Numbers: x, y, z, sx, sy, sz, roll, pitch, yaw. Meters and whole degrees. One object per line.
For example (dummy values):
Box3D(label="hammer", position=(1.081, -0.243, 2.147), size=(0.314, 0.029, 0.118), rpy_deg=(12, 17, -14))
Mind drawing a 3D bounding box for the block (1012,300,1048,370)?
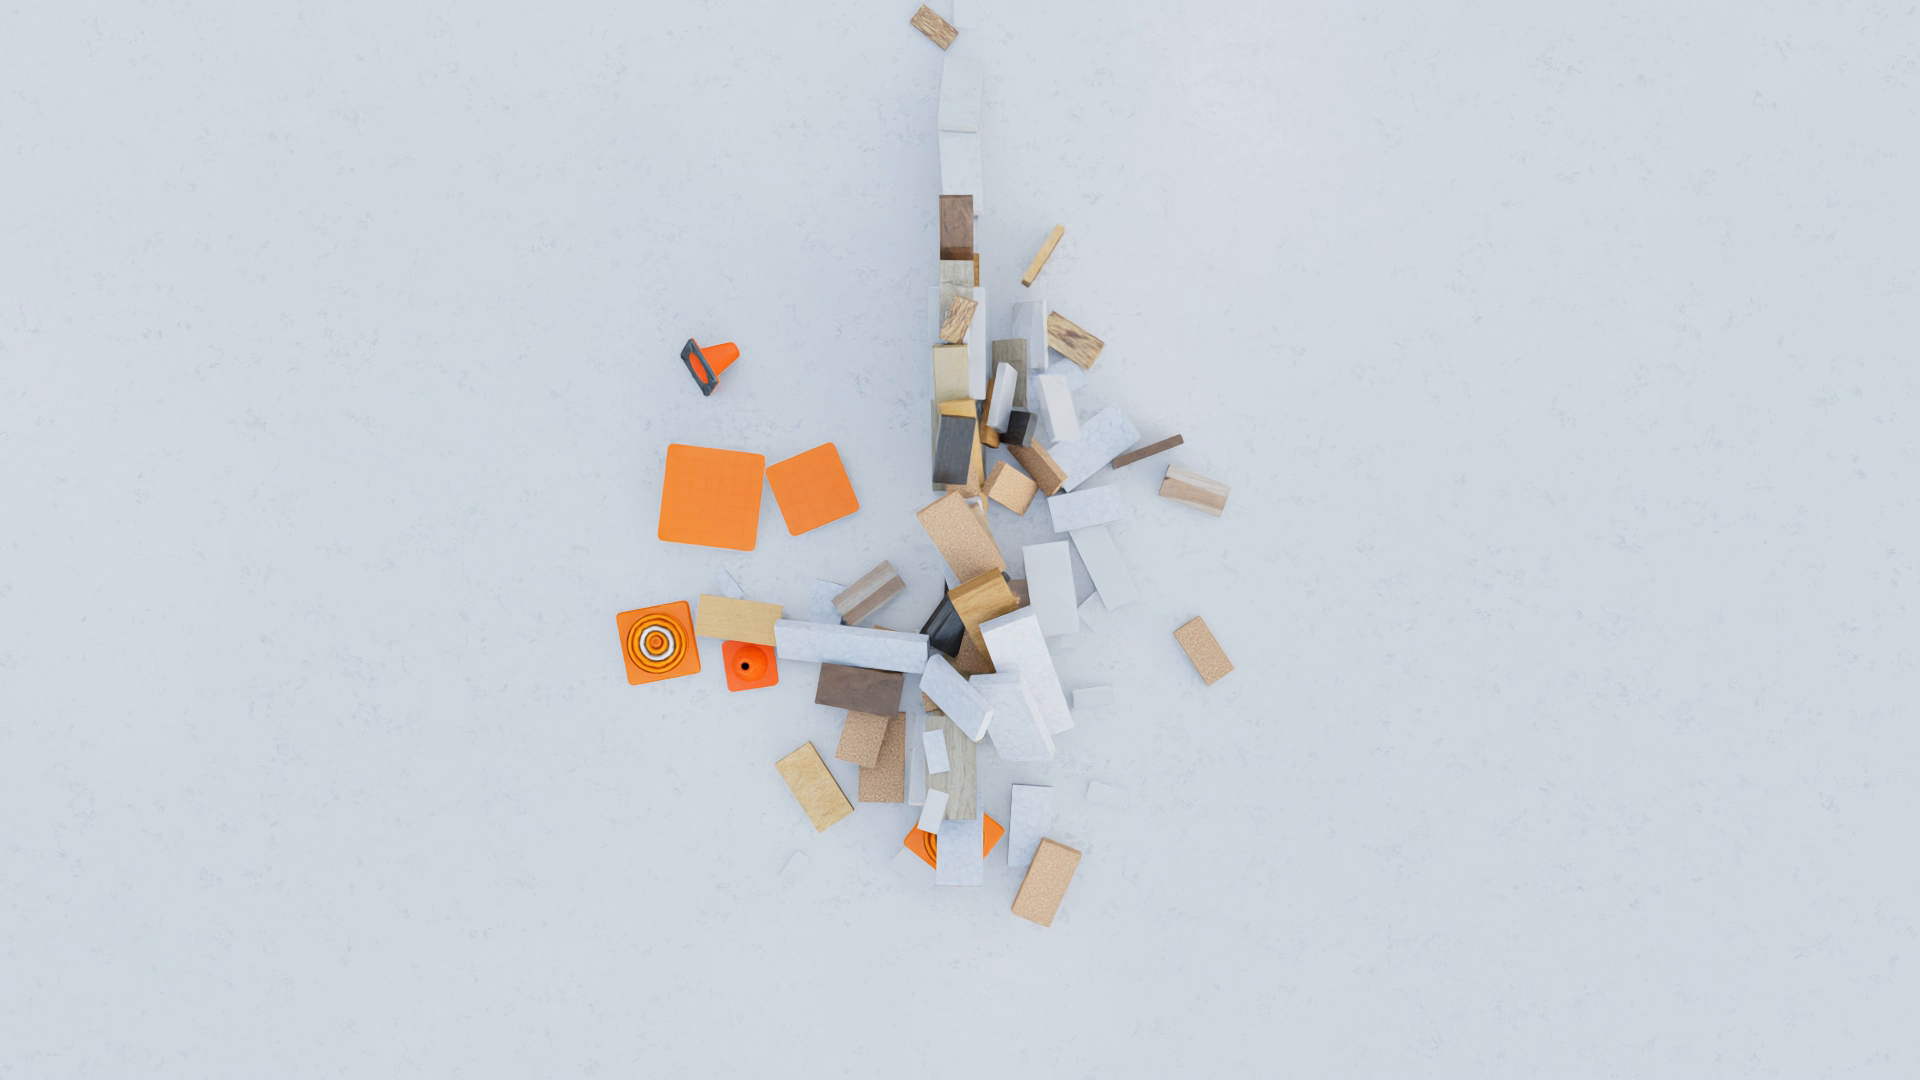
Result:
Box3D(label="block", position=(0.232, -0.677, 5.462), size=(0.111, 0.031, 0.222), rpy_deg=(-2, 90, 26))

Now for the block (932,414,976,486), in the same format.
Box3D(label="block", position=(-0.021, -0.285, 5.211), size=(0.110, 0.031, 0.221), rpy_deg=(4, 112, -11))

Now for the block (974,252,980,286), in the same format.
Box3D(label="block", position=(0.005, -0.828, 5.457), size=(0.119, 0.034, 0.239), rpy_deg=(0, 103, 0))

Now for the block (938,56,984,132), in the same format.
Box3D(label="block", position=(0.003, -1.470, 5.437), size=(0.130, 0.037, 0.259), rpy_deg=(4, 70, 2))

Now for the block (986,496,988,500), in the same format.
Box3D(label="block", position=(0.024, -0.056, 5.397), size=(0.113, 0.032, 0.225), rpy_deg=(5, 90, -5))

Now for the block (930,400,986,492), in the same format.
Box3D(label="block", position=(-0.004, -0.340, 5.424), size=(0.179, 0.051, 0.357), rpy_deg=(-1, 107, 0))

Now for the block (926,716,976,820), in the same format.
Box3D(label="block", position=(-0.029, 0.736, 5.322), size=(0.164, 0.047, 0.328), rpy_deg=(0, 79, 0))

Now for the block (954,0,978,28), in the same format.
Box3D(label="block", position=(0.020, -1.781, 5.489), size=(0.075, 0.021, 0.150), rpy_deg=(2, 90, 0))

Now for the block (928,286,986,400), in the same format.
Box3D(label="block", position=(-0.009, -0.632, 5.300), size=(0.179, 0.051, 0.357), rpy_deg=(0, 100, 0))

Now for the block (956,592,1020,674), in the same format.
Box3D(label="block", position=(0.090, 0.296, 5.362), size=(0.139, 0.039, 0.278), rpy_deg=(9, 108, -17))

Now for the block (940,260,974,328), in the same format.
Box3D(label="block", position=(-0.011, -0.779, 5.232), size=(0.107, 0.030, 0.214), rpy_deg=(1, 100, 0))

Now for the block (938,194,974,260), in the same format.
Box3D(label="block", position=(-0.011, -0.908, 5.264), size=(0.107, 0.030, 0.396), rpy_deg=(-1, 123, 0))

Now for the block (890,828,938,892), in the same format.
Box3D(label="block", position=(-0.078, 1.008, 5.479), size=(0.149, 0.042, 0.298), rpy_deg=(42, 90, 0))

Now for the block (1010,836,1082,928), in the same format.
Box3D(label="block", position=(0.284, 1.131, 5.450), size=(0.138, 0.039, 0.275), rpy_deg=(22, 101, -4))

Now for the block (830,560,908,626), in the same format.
Box3D(label="block", position=(-0.301, 0.178, 5.463), size=(0.229, 0.033, 0.115), rpy_deg=(-37, 98, -6))

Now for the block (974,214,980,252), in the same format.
Box3D(label="block", position=(0.005, -0.986, 5.483), size=(0.119, 0.034, 0.238), rpy_deg=(0, 90, 0))

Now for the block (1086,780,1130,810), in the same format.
Box3D(label="block", position=(0.491, 0.849, 5.491), size=(0.134, 0.019, 0.067), rpy_deg=(16, 90, 0))

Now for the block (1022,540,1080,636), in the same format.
Box3D(label="block", position=(0.299, 0.161, 5.413), size=(0.149, 0.042, 0.299), rpy_deg=(-8, 87, 0))

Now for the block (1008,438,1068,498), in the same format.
Box3D(label="block", position=(0.254, -0.255, 5.429), size=(0.031, 0.109, 0.218), rpy_deg=(-33, 78, -35))

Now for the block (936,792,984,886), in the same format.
Box3D(label="block", position=(0.000, 0.974, 5.370), size=(0.149, 0.042, 0.298), rpy_deg=(1, 75, -1))

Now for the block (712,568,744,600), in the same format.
Box3D(label="block", position=(-0.770, 0.155, 5.492), size=(0.054, 0.015, 0.108), rpy_deg=(-39, 90, 0))

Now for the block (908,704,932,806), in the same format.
Box3D(label="block", position=(-0.072, 0.709, 5.412), size=(0.164, 0.047, 0.329), rpy_deg=(4, 66, 1))

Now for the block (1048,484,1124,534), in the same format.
Box3D(label="block", position=(0.416, -0.104, 5.447), size=(0.237, 0.034, 0.118), rpy_deg=(-12, 83, 2))

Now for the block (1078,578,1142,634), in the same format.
Box3D(label="block", position=(0.492, 0.202, 5.485), size=(0.211, 0.030, 0.105), rpy_deg=(-43, 90, 0))

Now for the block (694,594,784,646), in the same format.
Box3D(label="block", position=(-0.731, 0.265, 5.462), size=(0.274, 0.039, 0.137), rpy_deg=(8, 88, 1))

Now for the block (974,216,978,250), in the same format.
Box3D(label="block", position=(0.002, -1.065, 5.430), size=(0.119, 0.034, 0.238), rpy_deg=(2, 66, 1))

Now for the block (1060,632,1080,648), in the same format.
Box3D(label="block", position=(0.298, 0.320, 5.473), size=(0.185, 0.026, 0.093), rpy_deg=(-8, 89, -7))

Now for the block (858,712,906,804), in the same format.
Box3D(label="block", position=(-0.259, 0.720, 5.479), size=(0.149, 0.042, 0.298), rpy_deg=(1, 90, 0))

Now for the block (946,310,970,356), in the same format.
Box3D(label="block", position=(-0.007, -0.659, 5.231), size=(0.076, 0.021, 0.151), rpy_deg=(-1, 121, 1))

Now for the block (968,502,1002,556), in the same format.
Box3D(label="block", position=(0.050, -0.013, 5.304), size=(0.103, 0.029, 0.207), rpy_deg=(-23, 119, 2))

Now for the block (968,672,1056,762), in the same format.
Box3D(label="block", position=(0.169, 0.576, 5.346), size=(0.177, 0.050, 0.355), rpy_deg=(-6, 128, 24))

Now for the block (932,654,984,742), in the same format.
Box3D(label="block", position=(-0.007, 0.500, 5.431), size=(0.164, 0.047, 0.329), rpy_deg=(1, 73, 0))

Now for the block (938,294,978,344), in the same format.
Box3D(label="block", position=(-0.006, -0.693, 5.186), size=(0.076, 0.021, 0.151), rpy_deg=(18, 119, -11))

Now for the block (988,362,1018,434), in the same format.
Box3D(label="block", position=(0.139, -0.462, 5.372), size=(0.030, 0.105, 0.211), rpy_deg=(7, 82, 24))

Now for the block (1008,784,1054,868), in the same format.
Box3D(label="block", position=(0.233, 0.950, 5.481), size=(0.135, 0.038, 0.270), rpy_deg=(4, 90, 0))

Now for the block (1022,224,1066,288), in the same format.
Box3D(label="block", position=(0.274, -0.938, 5.446), size=(0.030, 0.107, 0.214), rpy_deg=(33, 90, 0))

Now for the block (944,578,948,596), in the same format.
Box3D(label="block", position=(0.006, 0.127, 5.454), size=(0.113, 0.032, 0.225), rpy_deg=(0, 103, -5))

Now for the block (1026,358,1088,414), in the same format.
Box3D(label="block", position=(0.304, -0.516, 5.485), size=(0.219, 0.031, 0.109), rpy_deg=(-28, 90, 0))
